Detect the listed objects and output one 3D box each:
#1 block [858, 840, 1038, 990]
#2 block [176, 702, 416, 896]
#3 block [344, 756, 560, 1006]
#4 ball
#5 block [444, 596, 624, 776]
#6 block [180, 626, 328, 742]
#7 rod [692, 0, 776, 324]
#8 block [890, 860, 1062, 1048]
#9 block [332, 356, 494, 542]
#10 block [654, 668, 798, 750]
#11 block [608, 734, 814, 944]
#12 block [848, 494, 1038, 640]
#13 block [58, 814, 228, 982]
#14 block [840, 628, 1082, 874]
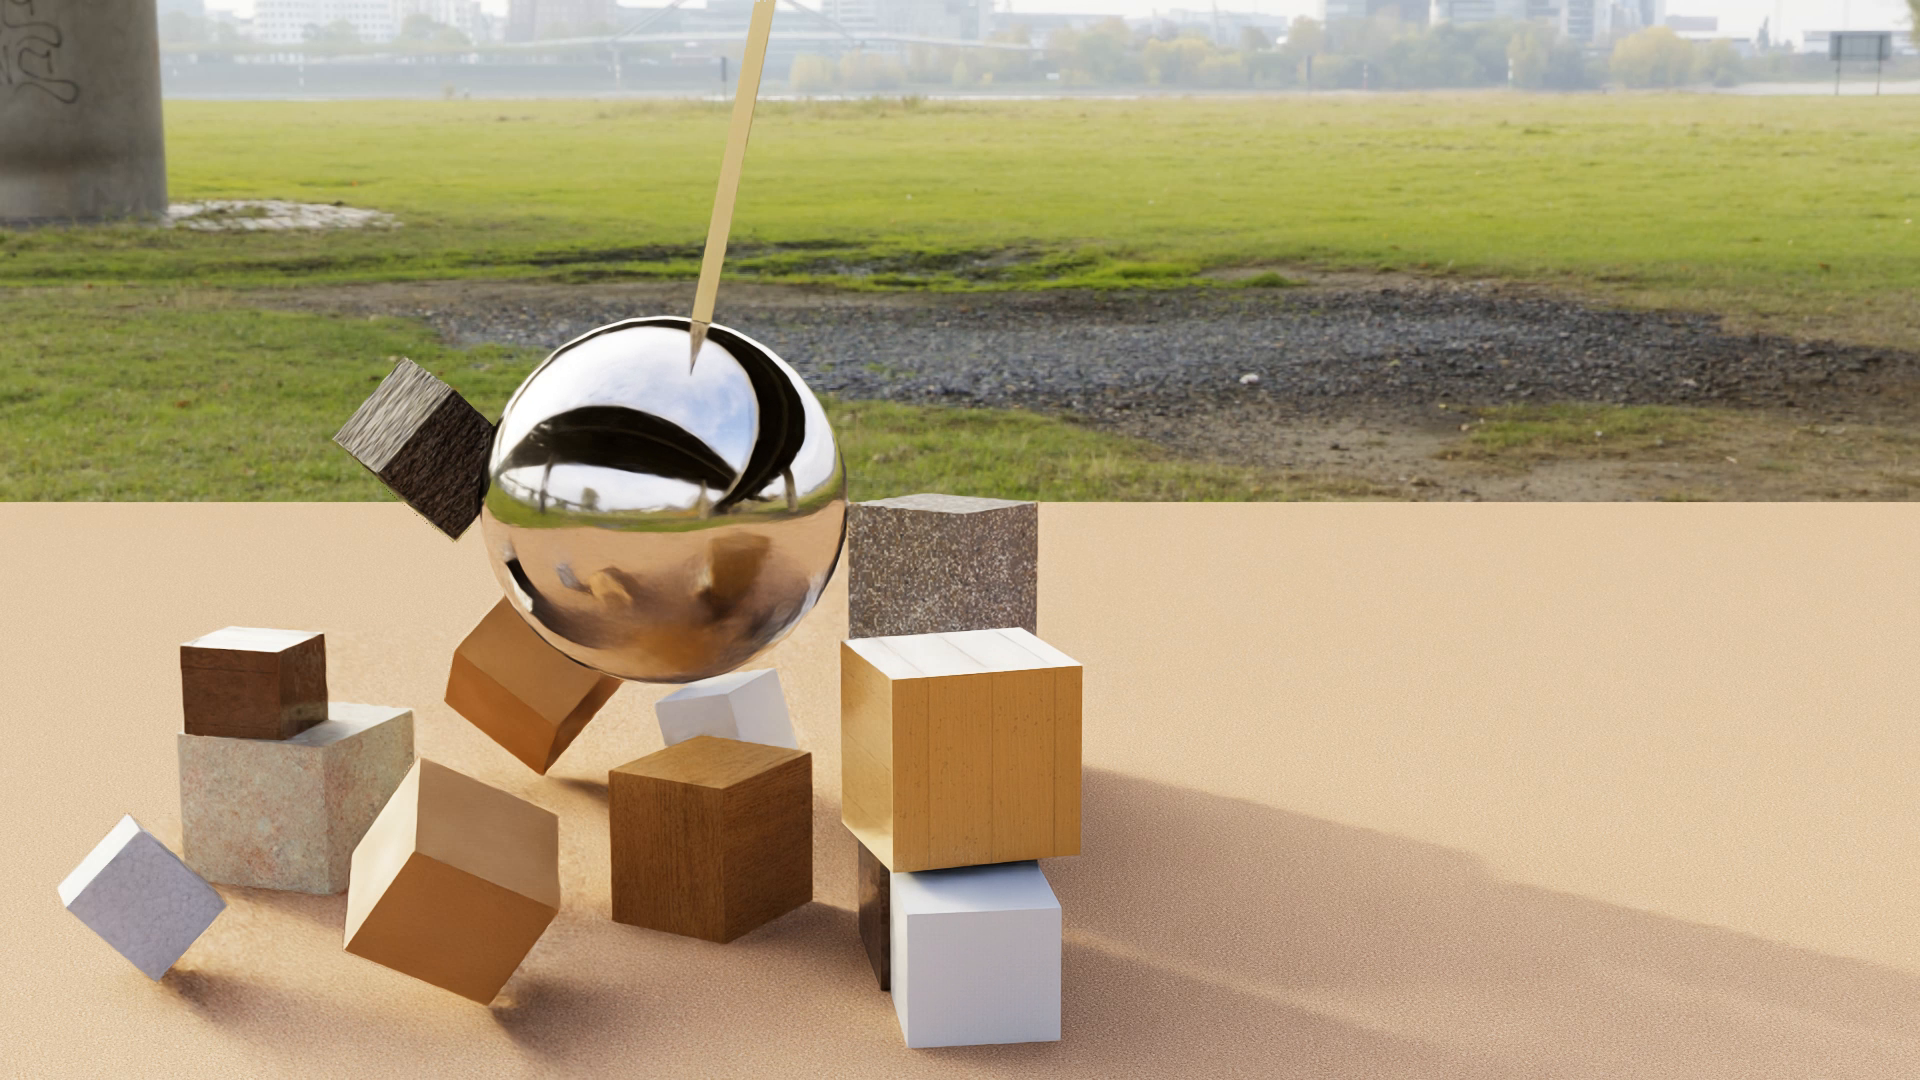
[{"bbox_3d":[-0.060,1.401,10.292,0.614,0.561,0.713,-2,10,-9],"label":"block"},{"bbox_3d":[-2.954,1.132,11.489,0.742,0.662,0.725,4,11,19],"label":"block"},{"bbox_3d":[-1.932,1.302,9.796,0.604,0.540,0.567,27,24,-24],"label":"block"},{"bbox_3d":[-1.281,-0.172,11.149,1.600,1.600,1.600,0,10,0],"label":"ball"},{"bbox_3d":[-2.072,0.610,12.852,0.627,0.738,0.715,37,-28,3],"label":"block"},{"bbox_3d":[-3.101,0.629,11.293,0.472,0.397,0.409,3,11,15],"label":"block"},{"bbox_3d":[-0.555,-3.440,10.555,0.080,5.200,0.080,12,10,-2],"label":"rod"},{"bbox_3d":[0.051,1.546,9.634,0.567,0.510,0.574,-1,10,-8],"label":"block"},{"bbox_3d":[-2.407,-0.416,11.648,0.546,0.498,0.519,30,-13,50],"label":"block"},{"bbox_3d":[-1.147,0.945,12.666,0.460,0.478,0.427,-9,10,32],"label":"block"},{"bbox_3d":[-1.046,1.252,10.846,0.575,0.657,0.663,6,12,29],"label":"block"},{"bbox_3d":[-0.083,0.164,12.863,0.694,0.702,0.659,5,9,35],"label":"block"},{"bbox_3d":[-3.205,1.398,10.050,0.389,0.452,0.465,-49,18,-14],"label":"block"},{"bbox_3d":[-0.004,0.799,9.961,0.751,0.743,0.703,-3,11,-18],"label":"block"}]
